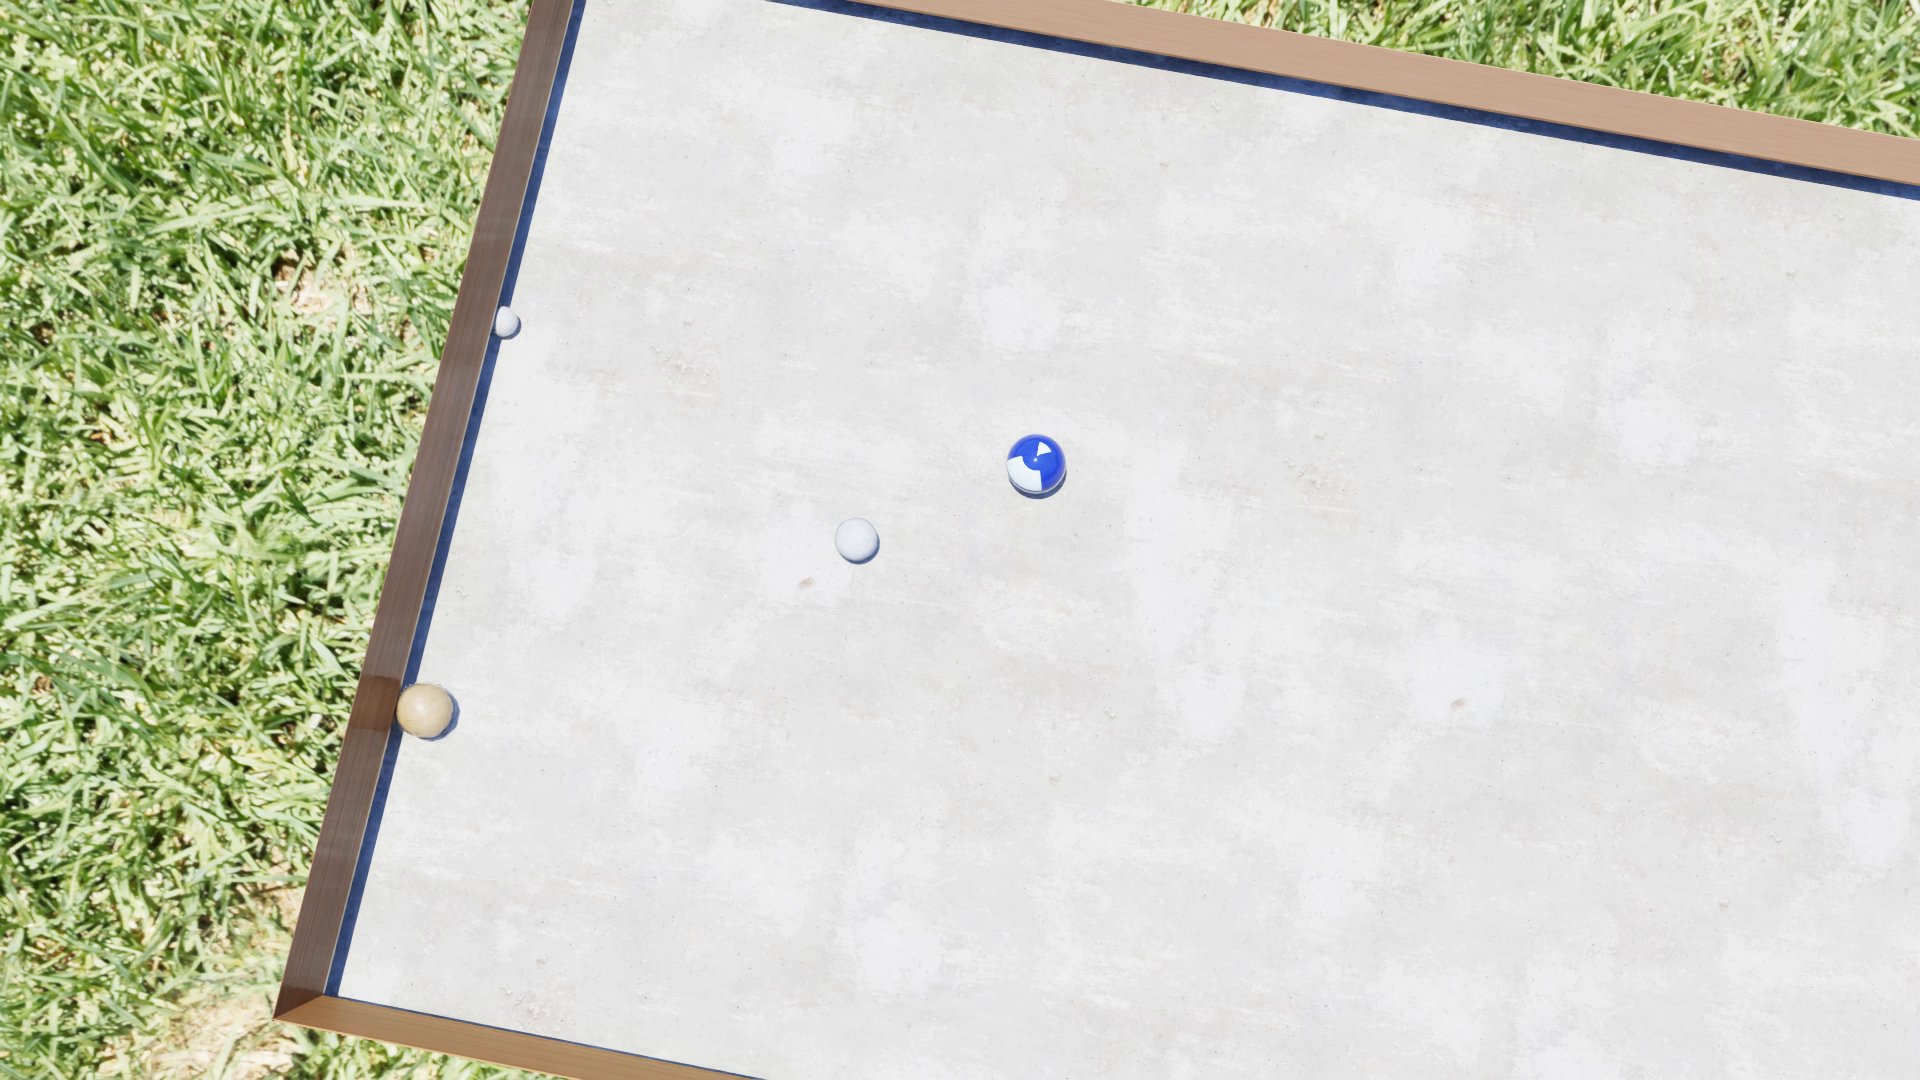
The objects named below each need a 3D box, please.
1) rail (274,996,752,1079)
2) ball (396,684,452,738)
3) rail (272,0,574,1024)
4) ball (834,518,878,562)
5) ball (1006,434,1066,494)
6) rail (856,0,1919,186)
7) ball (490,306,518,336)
[{"bbox_3d":[0.642,0.958,3.069,3.261,0.119,0.045,10,77,2],"label":"rail"},{"bbox_3d":[-0.794,0.253,3.260,0.082,0.082,0.082,0,76,0],"label":"ball"},{"bbox_3d":[-0.778,-0.149,3.336,0.045,0.119,1.758,10,77,2],"label":"rail"},{"bbox_3d":[-0.157,-0.001,3.329,0.066,0.066,0.066,0,76,0],"label":"ball"},{"bbox_3d":[0.116,-0.116,3.344,0.092,0.092,0.092,0,76,0],"label":"ball"},{"bbox_3d":[0.960,-0.675,3.464,3.261,0.119,0.045,10,77,2],"label":"rail"},{"bbox_3d":[-0.712,-0.340,3.421,0.047,0.047,0.047,0,76,0],"label":"ball"}]
